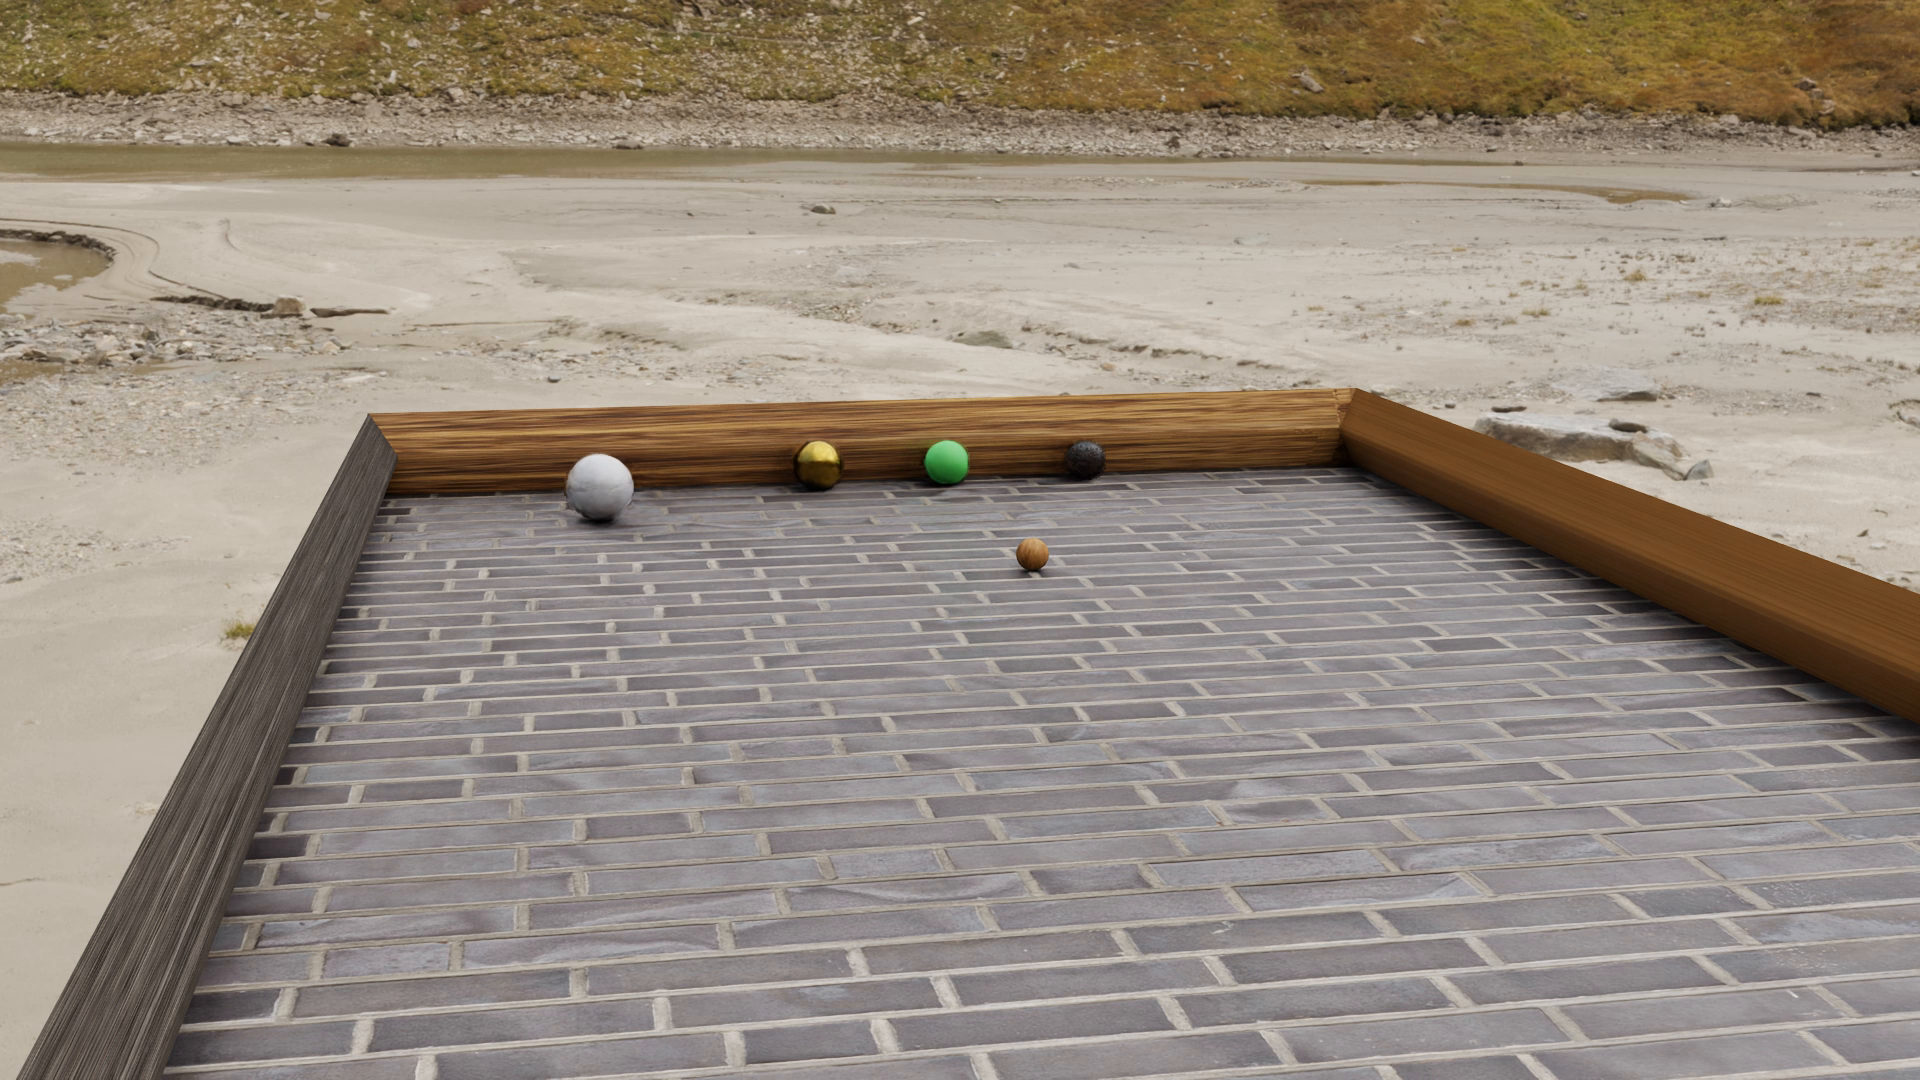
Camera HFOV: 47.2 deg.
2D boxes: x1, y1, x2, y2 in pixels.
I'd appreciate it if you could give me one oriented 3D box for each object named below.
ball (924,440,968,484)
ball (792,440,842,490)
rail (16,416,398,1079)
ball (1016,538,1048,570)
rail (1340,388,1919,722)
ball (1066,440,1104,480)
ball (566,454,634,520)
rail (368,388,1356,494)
[{"bbox_3d":[-0.022,-0.126,3.575,0.072,0.072,0.072,0,12,0],"label":"ball"},{"bbox_3d":[-0.228,-0.120,3.528,0.080,0.080,0.080,0,12,0],"label":"ball"},{"bbox_3d":[-0.655,0.137,2.147,0.045,0.129,2.765,-2,12,-10],"label":"rail"},{"bbox_3d":[0.097,0.019,2.939,0.044,0.044,0.044,0,12,0],"label":"ball"},{"bbox_3d":[0.910,0.078,2.434,0.045,0.129,2.765,-2,12,-10],"label":"rail"},{"bbox_3d":[0.206,-0.132,3.626,0.063,0.063,0.063,0,12,0],"label":"ball"},{"bbox_3d":[-0.537,-0.078,3.275,0.099,0.099,0.099,0,12,0],"label":"ball"},{"bbox_3d":[-0.123,-0.161,3.599,1.640,0.129,0.045,-2,12,-10],"label":"rail"}]
